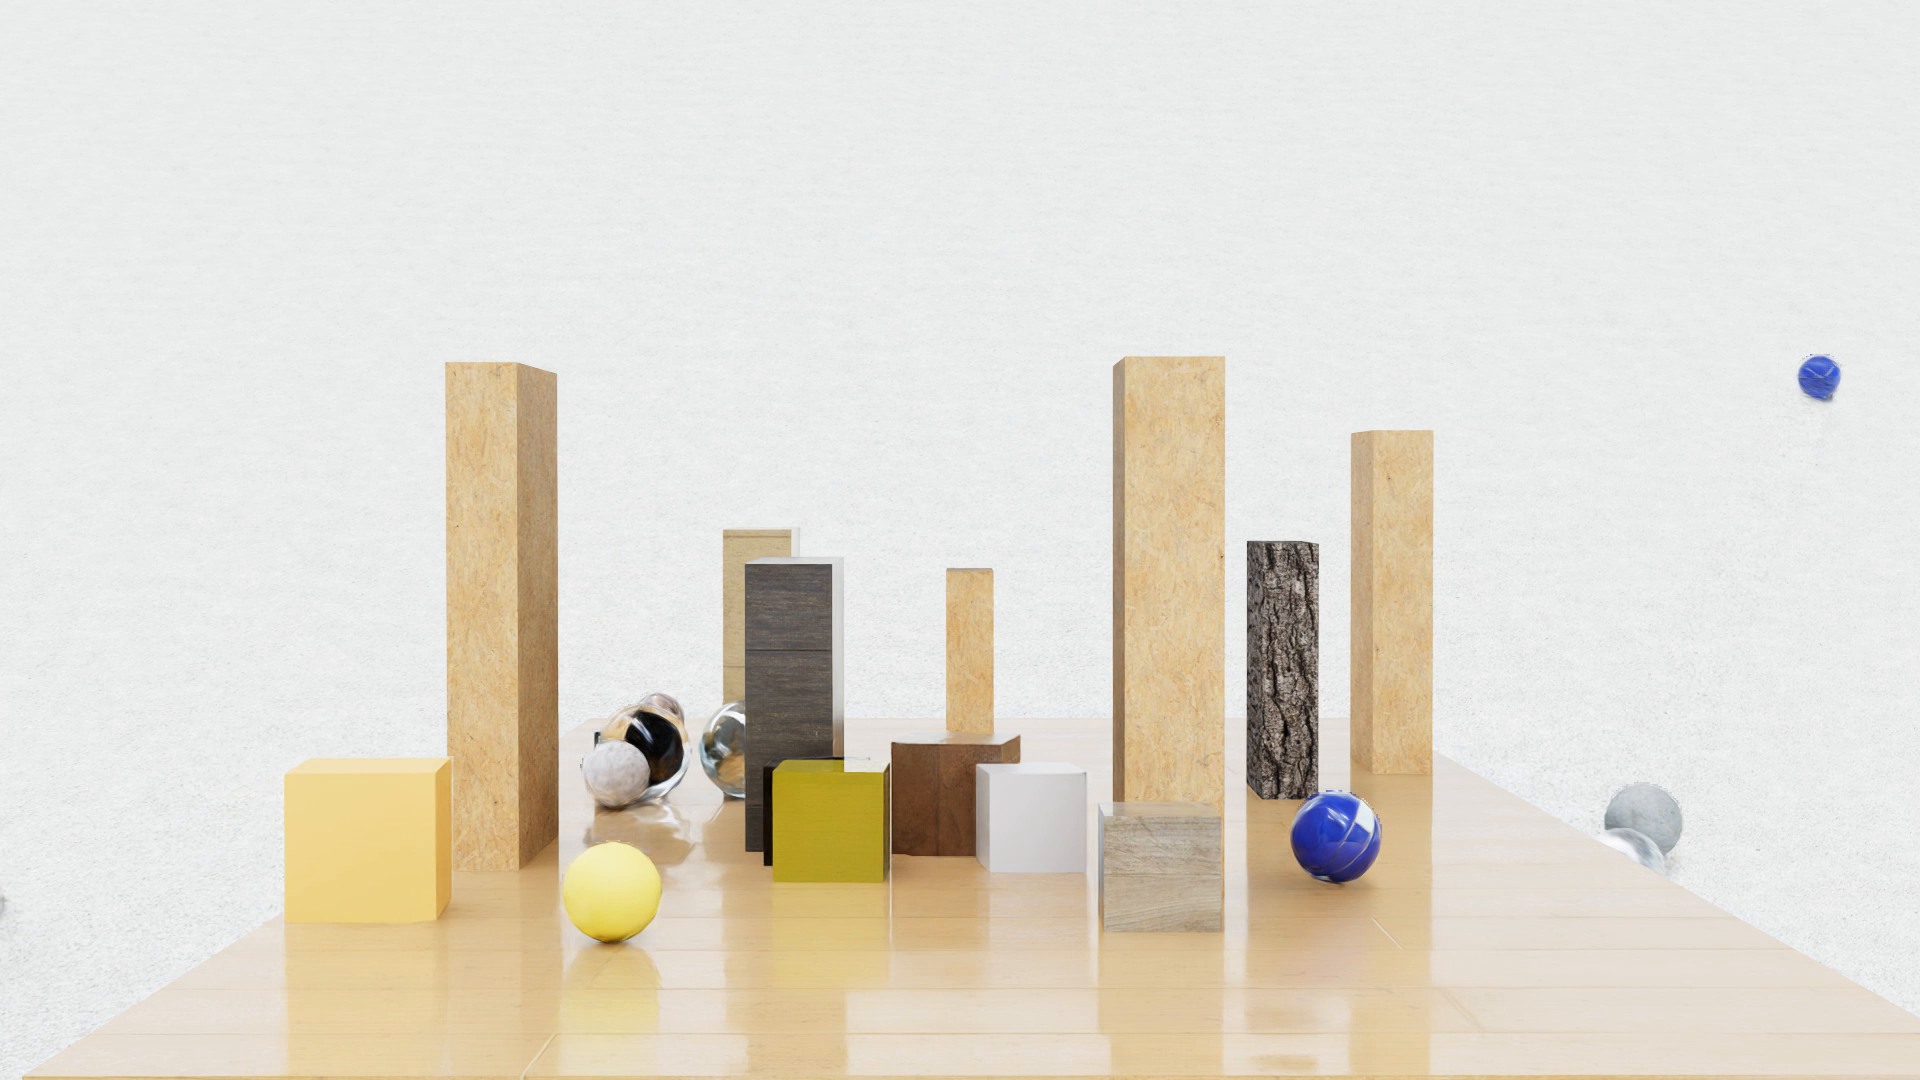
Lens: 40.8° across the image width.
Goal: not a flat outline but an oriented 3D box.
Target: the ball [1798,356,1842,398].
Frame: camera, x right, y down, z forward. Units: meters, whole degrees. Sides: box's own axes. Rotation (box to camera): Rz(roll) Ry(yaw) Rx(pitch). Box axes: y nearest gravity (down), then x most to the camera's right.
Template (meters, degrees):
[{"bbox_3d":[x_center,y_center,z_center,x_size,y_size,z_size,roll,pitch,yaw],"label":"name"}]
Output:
[{"bbox_3d":[2.870,-0.546,8.617,0.141,0.141,0.141,0,27,0],"label":"ball"}]

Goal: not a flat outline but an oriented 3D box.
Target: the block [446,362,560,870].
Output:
[{"bbox_3d":[-0.733,0.113,4.155,0.109,0.780,0.403,0,1,0],"label":"block"}]

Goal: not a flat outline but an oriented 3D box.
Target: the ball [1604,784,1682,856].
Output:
[{"bbox_3d":[1.626,0.672,6.142,0.180,0.180,0.180,0,27,0],"label":"ball"}]

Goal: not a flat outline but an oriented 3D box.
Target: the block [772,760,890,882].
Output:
[{"bbox_3d":[-0.193,0.425,3.919,0.165,0.165,0.165,0,1,2],"label":"block"}]

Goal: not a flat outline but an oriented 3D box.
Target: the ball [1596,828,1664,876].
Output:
[{"bbox_3d":[1.535,0.757,5.970,0.183,0.183,0.183,0,27,0],"label":"ball"}]

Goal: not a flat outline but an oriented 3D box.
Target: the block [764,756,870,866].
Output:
[{"bbox_3d":[-0.225,0.427,4.080,0.154,0.154,0.154,0,1,2],"label":"block"}]

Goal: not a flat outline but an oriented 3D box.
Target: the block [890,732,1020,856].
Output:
[{"bbox_3d":[-0.005,0.412,4.200,0.180,0.180,0.180,0,1,11],"label":"block"}]

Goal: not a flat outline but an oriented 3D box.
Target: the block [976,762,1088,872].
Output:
[{"bbox_3d":[0.110,0.430,4.016,0.151,0.151,0.151,0,1,-8],"label":"block"}]

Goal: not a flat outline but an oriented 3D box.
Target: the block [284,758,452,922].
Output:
[{"bbox_3d":[-0.820,0.414,3.592,0.201,0.201,0.201,0,1,-5],"label":"block"}]

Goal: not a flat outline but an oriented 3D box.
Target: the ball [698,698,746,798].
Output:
[{"bbox_3d":[-0.400,0.394,4.885,0.188,0.188,0.188,0,27,0],"label":"ball"}]

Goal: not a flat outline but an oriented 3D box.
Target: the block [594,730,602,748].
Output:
[{"bbox_3d":[-0.647,0.428,5.084,0.112,0.112,0.112,0,1,14],"label":"block"}]

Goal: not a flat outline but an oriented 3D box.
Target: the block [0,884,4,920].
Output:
[{"bbox_3d":[-2.291,0.808,5.875,0.176,0.176,0.176,-6,27,-12],"label":"block"}]

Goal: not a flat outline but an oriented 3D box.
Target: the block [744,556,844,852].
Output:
[{"bbox_3d":[-0.276,0.266,4.371,0.141,0.465,0.427,0,1,0],"label":"block"}]

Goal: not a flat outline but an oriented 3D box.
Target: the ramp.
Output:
[{"bbox_3d":[0.060,0.544,4.580,2.000,0.100,4.000,0,1,0],"label":"ramp"}]

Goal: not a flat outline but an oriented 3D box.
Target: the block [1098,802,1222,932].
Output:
[{"bbox_3d":[0.267,0.439,3.482,0.154,0.154,0.154,0,1,0],"label":"block"}]

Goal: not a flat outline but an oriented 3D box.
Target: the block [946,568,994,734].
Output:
[{"bbox_3d":[0.020,0.270,5.354,0.097,0.416,0.288,0,1,0],"label":"block"}]

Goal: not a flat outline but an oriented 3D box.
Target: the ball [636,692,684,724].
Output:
[{"bbox_3d":[-0.689,0.408,5.897,0.119,0.119,0.119,0,27,0],"label":"ball"}]

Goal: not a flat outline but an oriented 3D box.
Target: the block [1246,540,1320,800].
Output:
[{"bbox_3d":[0.621,0.245,4.986,0.106,0.482,0.271,0,1,0],"label":"block"}]

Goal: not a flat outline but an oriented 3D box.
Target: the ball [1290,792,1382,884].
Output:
[{"bbox_3d":[0.558,0.442,3.834,0.134,0.134,0.134,0,27,0],"label":"ball"}]

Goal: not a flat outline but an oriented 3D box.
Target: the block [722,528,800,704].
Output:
[{"bbox_3d":[-0.391,0.230,5.112,0.133,0.507,0.274,0,1,0],"label":"block"}]

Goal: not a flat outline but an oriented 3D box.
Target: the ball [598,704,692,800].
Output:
[{"bbox_3d":[-0.596,0.400,4.866,0.178,0.178,0.178,0,27,0],"label":"ball"}]

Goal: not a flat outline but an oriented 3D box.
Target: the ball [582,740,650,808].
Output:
[{"bbox_3d":[-0.629,0.428,4.722,0.122,0.122,0.122,0,27,0],"label":"ball"}]

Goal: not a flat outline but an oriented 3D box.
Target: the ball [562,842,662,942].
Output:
[{"bbox_3d":[-0.450,0.456,3.342,0.128,0.128,0.128,0,27,0],"label":"ball"}]

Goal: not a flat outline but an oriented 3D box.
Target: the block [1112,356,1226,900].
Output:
[{"bbox_3d":[0.305,0.123,3.811,0.142,0.773,0.290,0,1,0],"label":"block"}]

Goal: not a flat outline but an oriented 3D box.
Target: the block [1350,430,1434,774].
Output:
[{"bbox_3d":[0.906,0.124,5.433,0.123,0.704,0.305,0,1,0],"label":"block"}]
